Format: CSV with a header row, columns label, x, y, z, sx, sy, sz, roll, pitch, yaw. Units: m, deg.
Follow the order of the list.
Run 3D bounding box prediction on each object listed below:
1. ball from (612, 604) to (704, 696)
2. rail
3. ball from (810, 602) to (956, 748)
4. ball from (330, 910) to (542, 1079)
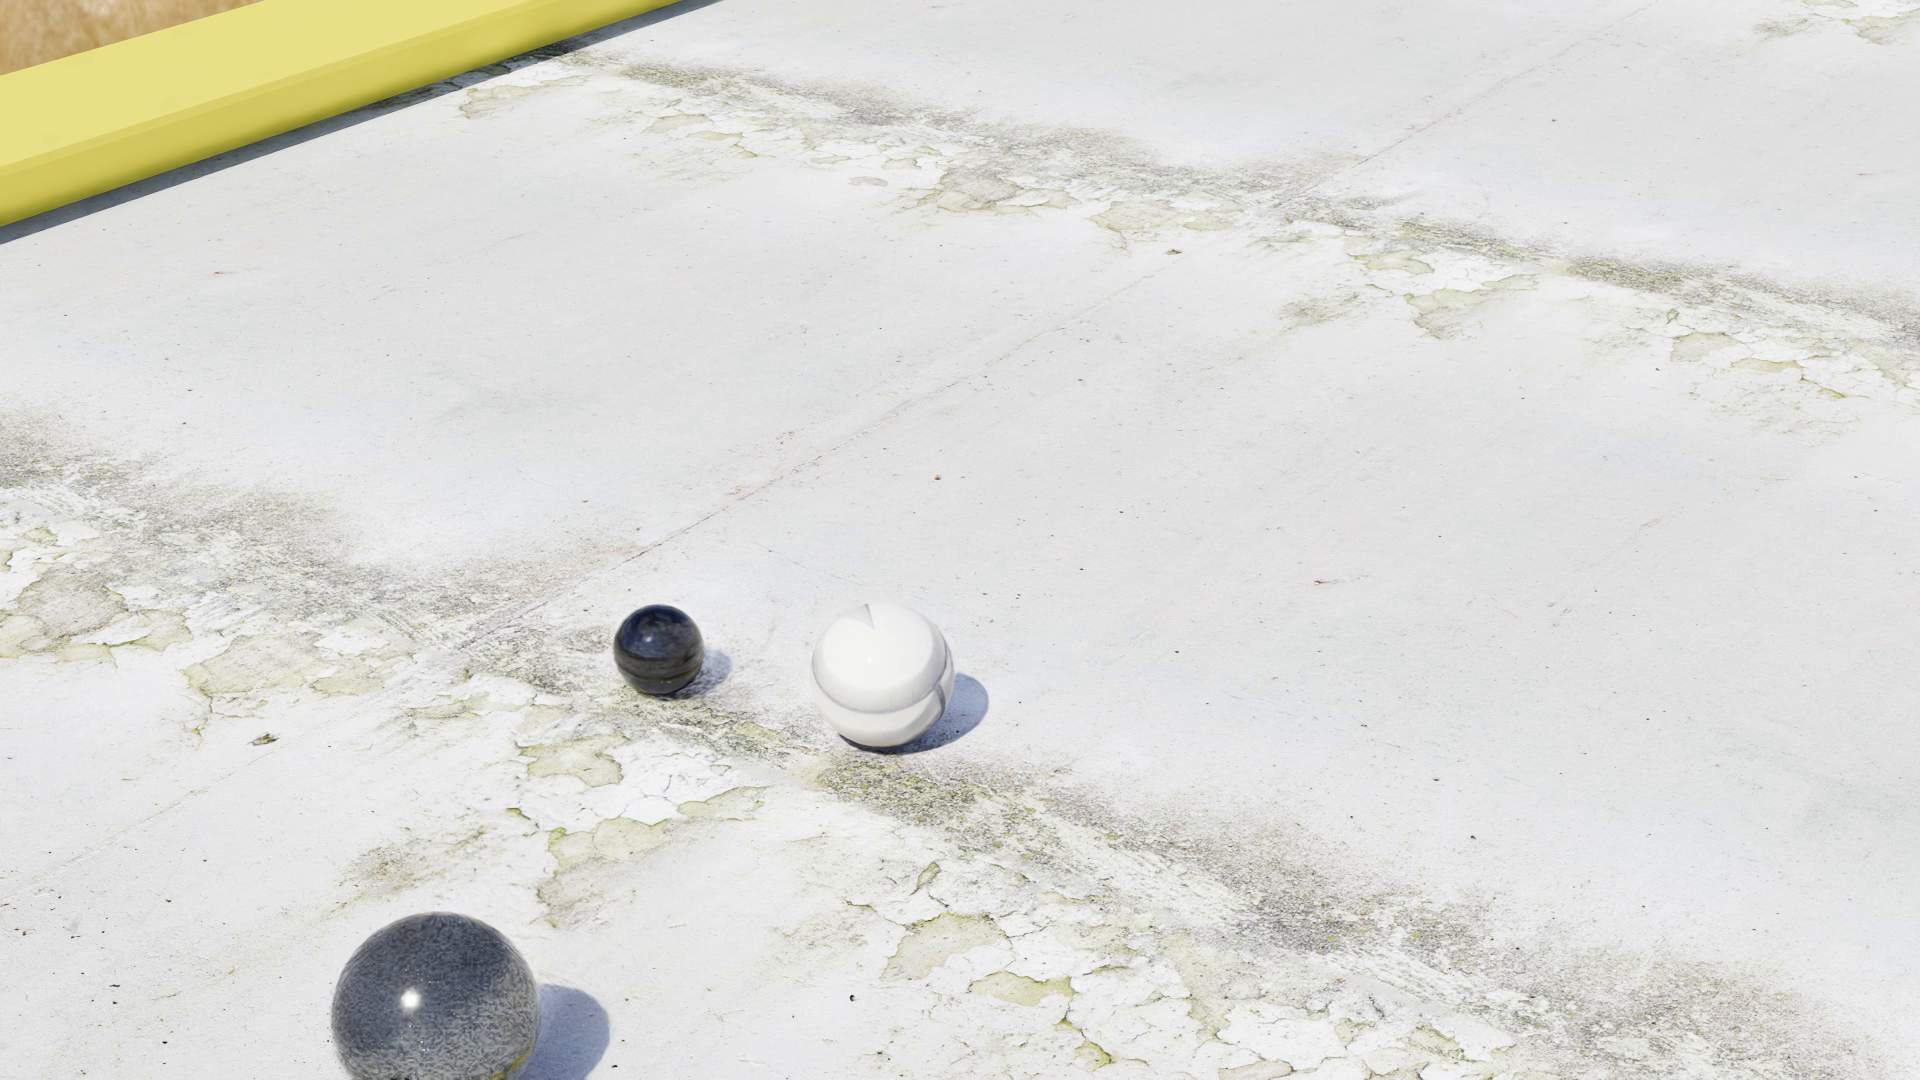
label,x,y,z,sx,sy,sz,roll,pitch,yaw
ball,-0.175,0.064,1.707,0.053,0.053,0.053,0,25,0
rail,-0.332,-0.594,3.027,0.045,0.123,3.672,16,30,31
ball,-0.044,0.075,1.649,0.082,0.082,0.082,0,25,0
ball,-0.237,0.216,1.334,0.095,0.095,0.095,0,25,0
